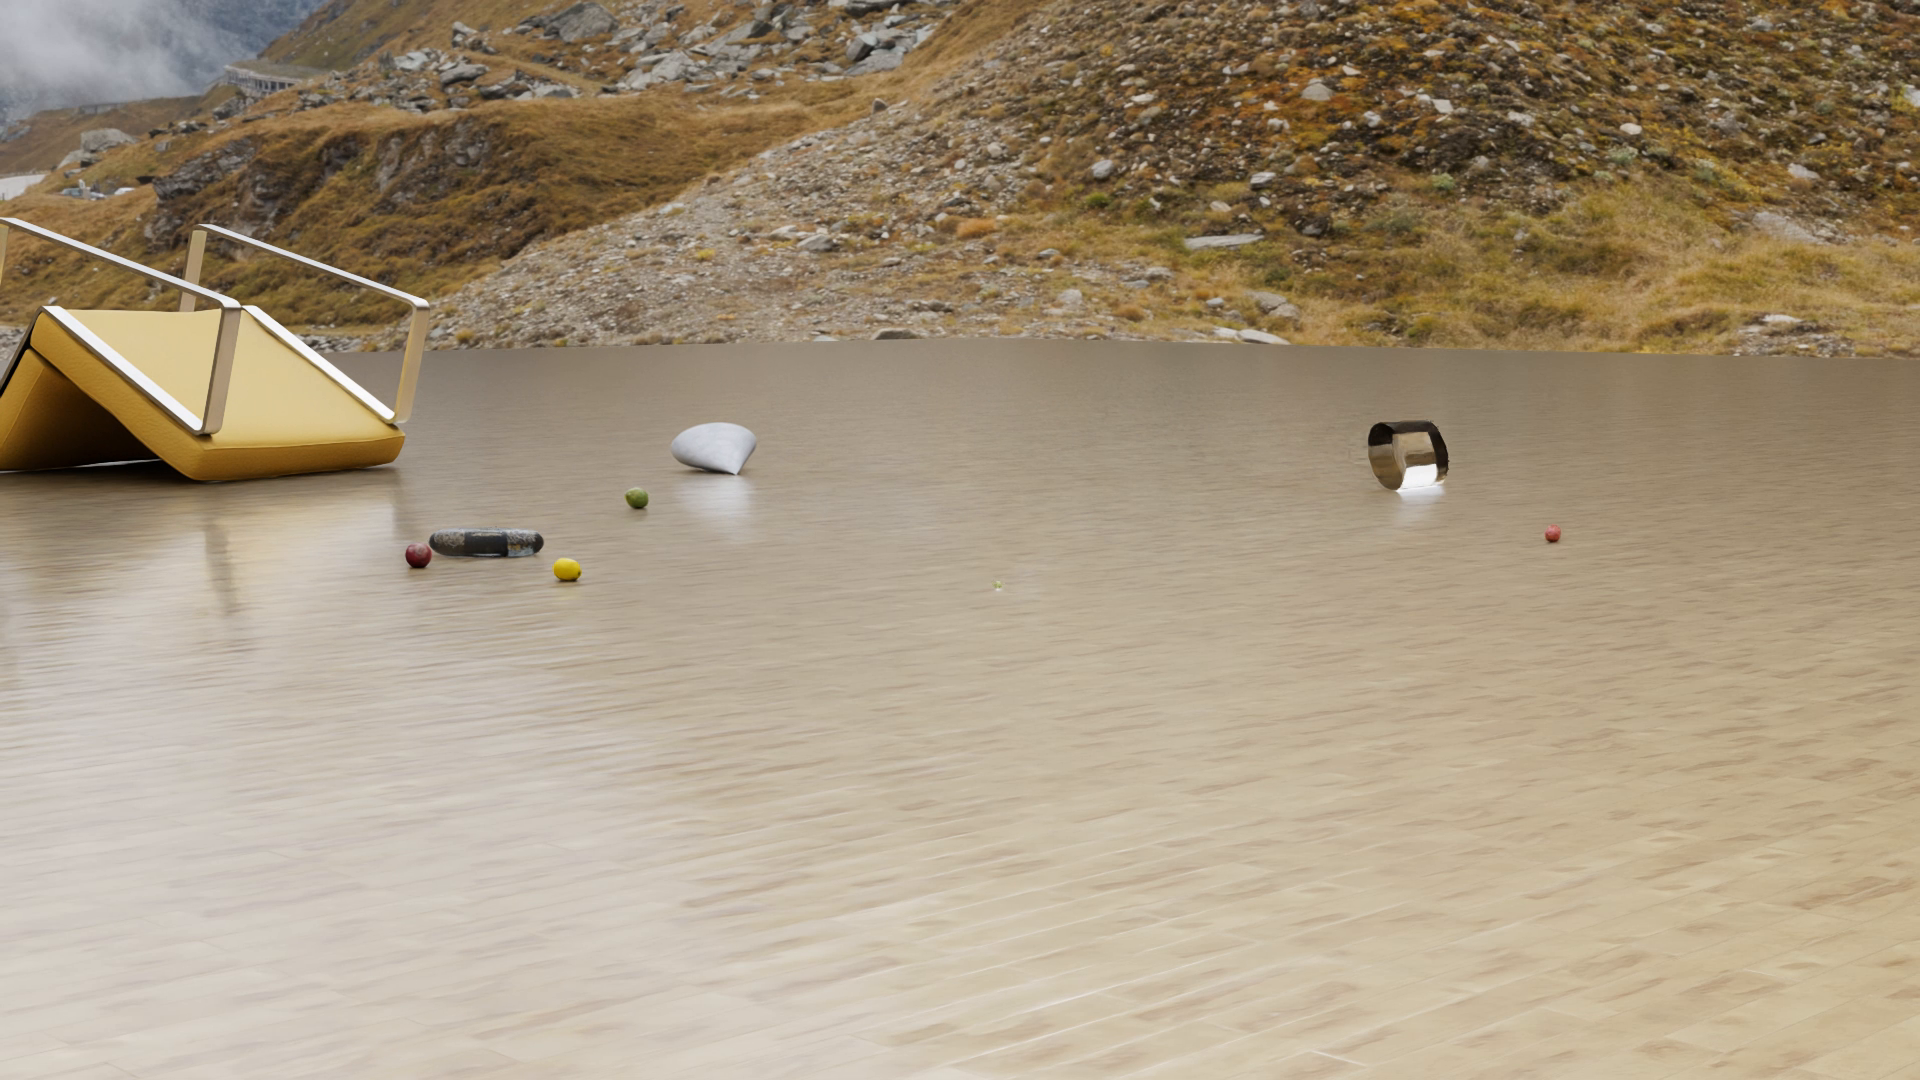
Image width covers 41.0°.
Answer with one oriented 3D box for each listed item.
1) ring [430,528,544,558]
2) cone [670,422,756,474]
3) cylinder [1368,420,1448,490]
[{"bbox_3d":[-1.119,0.005,6.062,0.270,0.062,0.144,0,5,-5],"label":"ring"},{"bbox_3d":[-0.790,-0.268,8.627,0.303,0.166,0.285,-4,23,-20],"label":"cone"},{"bbox_3d":[1.397,-0.267,7.997,0.122,0.214,0.269,-20,-8,39],"label":"cylinder"}]
